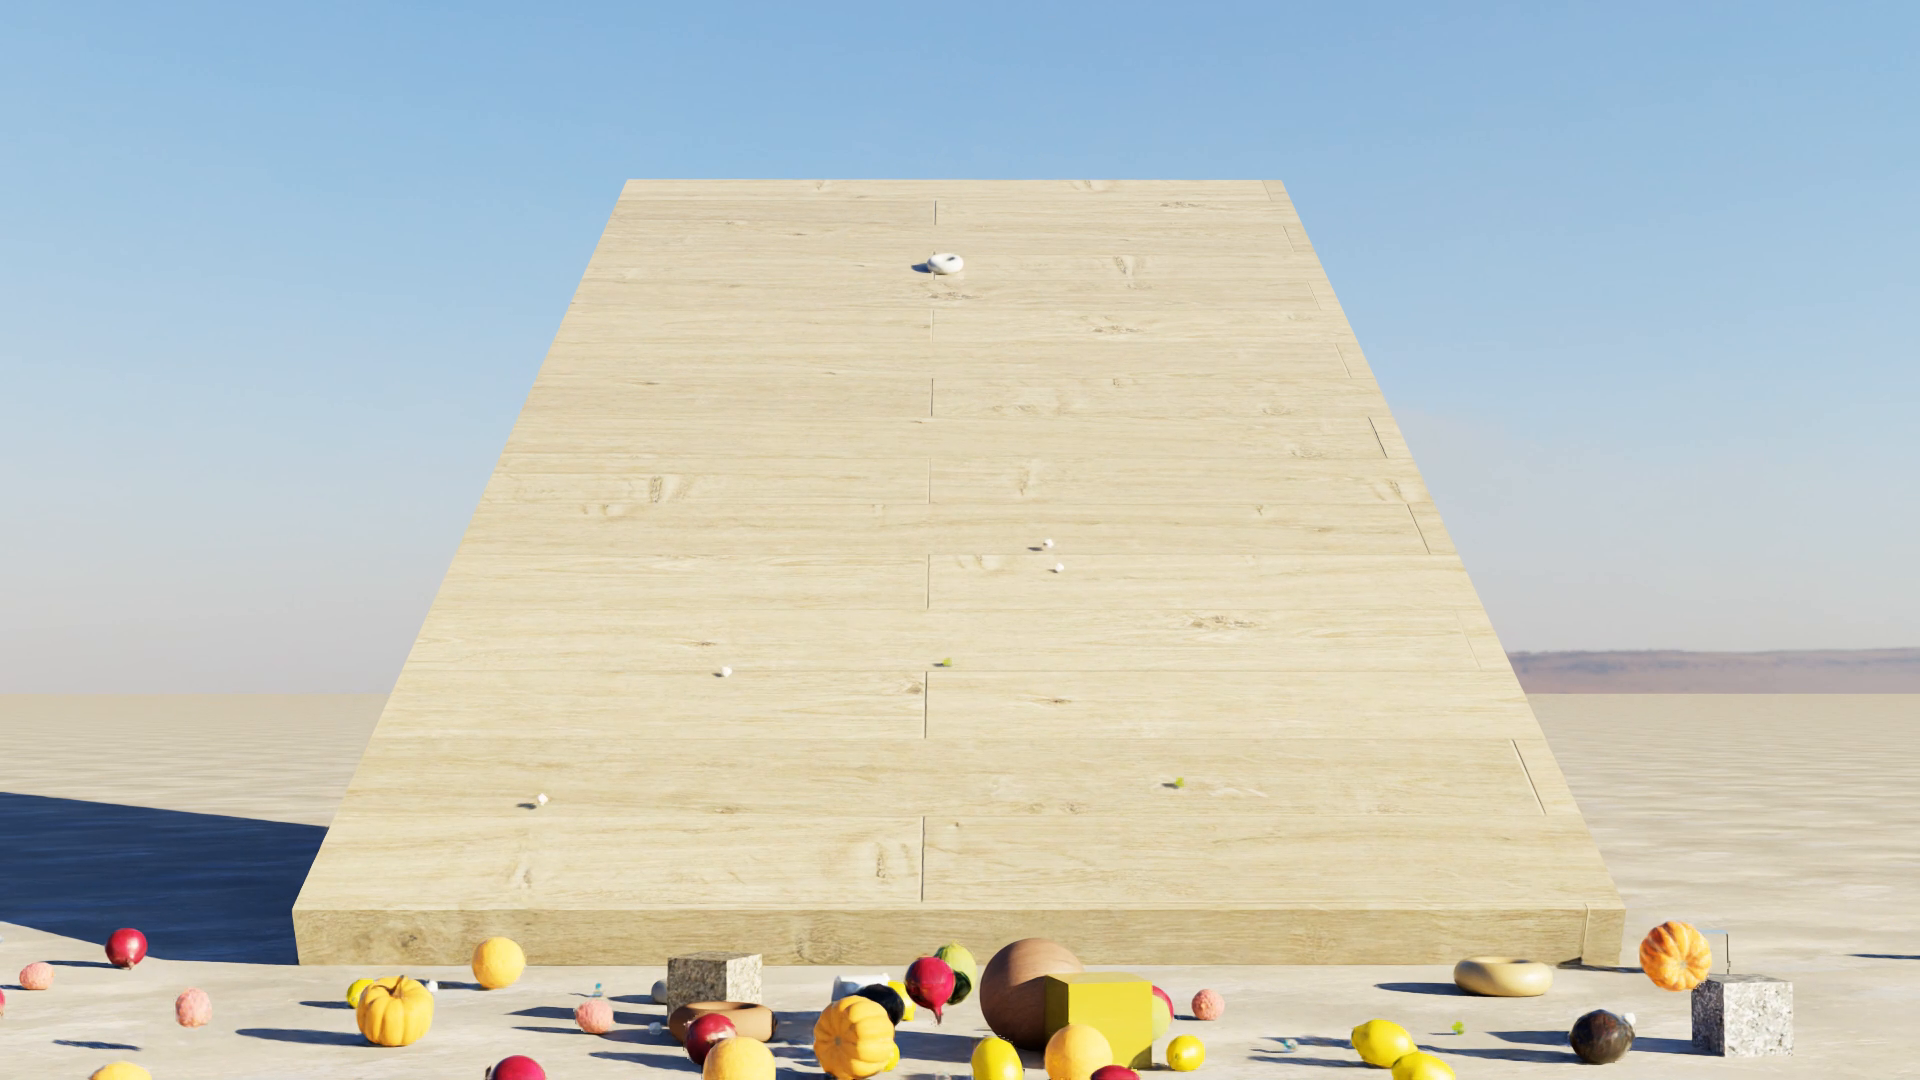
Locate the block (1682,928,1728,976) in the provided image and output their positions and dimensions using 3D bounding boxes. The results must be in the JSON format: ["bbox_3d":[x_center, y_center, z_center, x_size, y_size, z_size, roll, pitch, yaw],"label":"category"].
[{"bbox_3d":[1.095,0.607,3.430,0.063,0.063,0.063,-1,-4,15],"label":"block"}]

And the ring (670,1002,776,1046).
[{"bbox_3d":[-0.282,0.576,2.780,0.128,0.043,0.128,1,-5,0],"label":"ring"}]

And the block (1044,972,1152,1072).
[{"bbox_3d":[0.154,0.539,2.616,0.096,0.096,0.096,1,-4,-14],"label":"block"}]

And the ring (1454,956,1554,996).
[{"bbox_3d":[0.751,0.603,3.226,0.135,0.045,0.135,1,-4,0],"label":"ring"}]

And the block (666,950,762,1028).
[{"bbox_3d":[-0.307,0.563,2.916,0.086,0.086,0.086,-2,-4,25],"label":"block"}]

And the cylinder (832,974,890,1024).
[{"bbox_3d":[-0.125,0.578,2.940,0.059,0.059,0.059,-1,-3,-20],"label":"cylinder"}]

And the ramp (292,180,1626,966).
[{"bbox_3d":[-0.008,-0.229,5.338,2.000,0.100,4.000,0,24,0],"label":"ramp"}]

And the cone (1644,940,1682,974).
[{"bbox_3d":[1.031,0.628,3.458,0.053,0.053,0.053,3,-31,-38],"label":"cone"}]

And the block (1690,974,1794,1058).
[{"bbox_3d":[0.907,0.551,2.708,0.083,0.083,0.083,1,-4,-8],"label":"block"}]

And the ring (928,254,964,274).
[{"bbox_3d":[-0.040,-0.748,6.318,0.100,0.033,0.100,-1,26,0],"label":"ring"}]

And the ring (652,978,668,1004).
[{"bbox_3d":[-0.368,0.604,3.127,0.092,0.031,0.092,-1,-4,0],"label":"ring"}]
